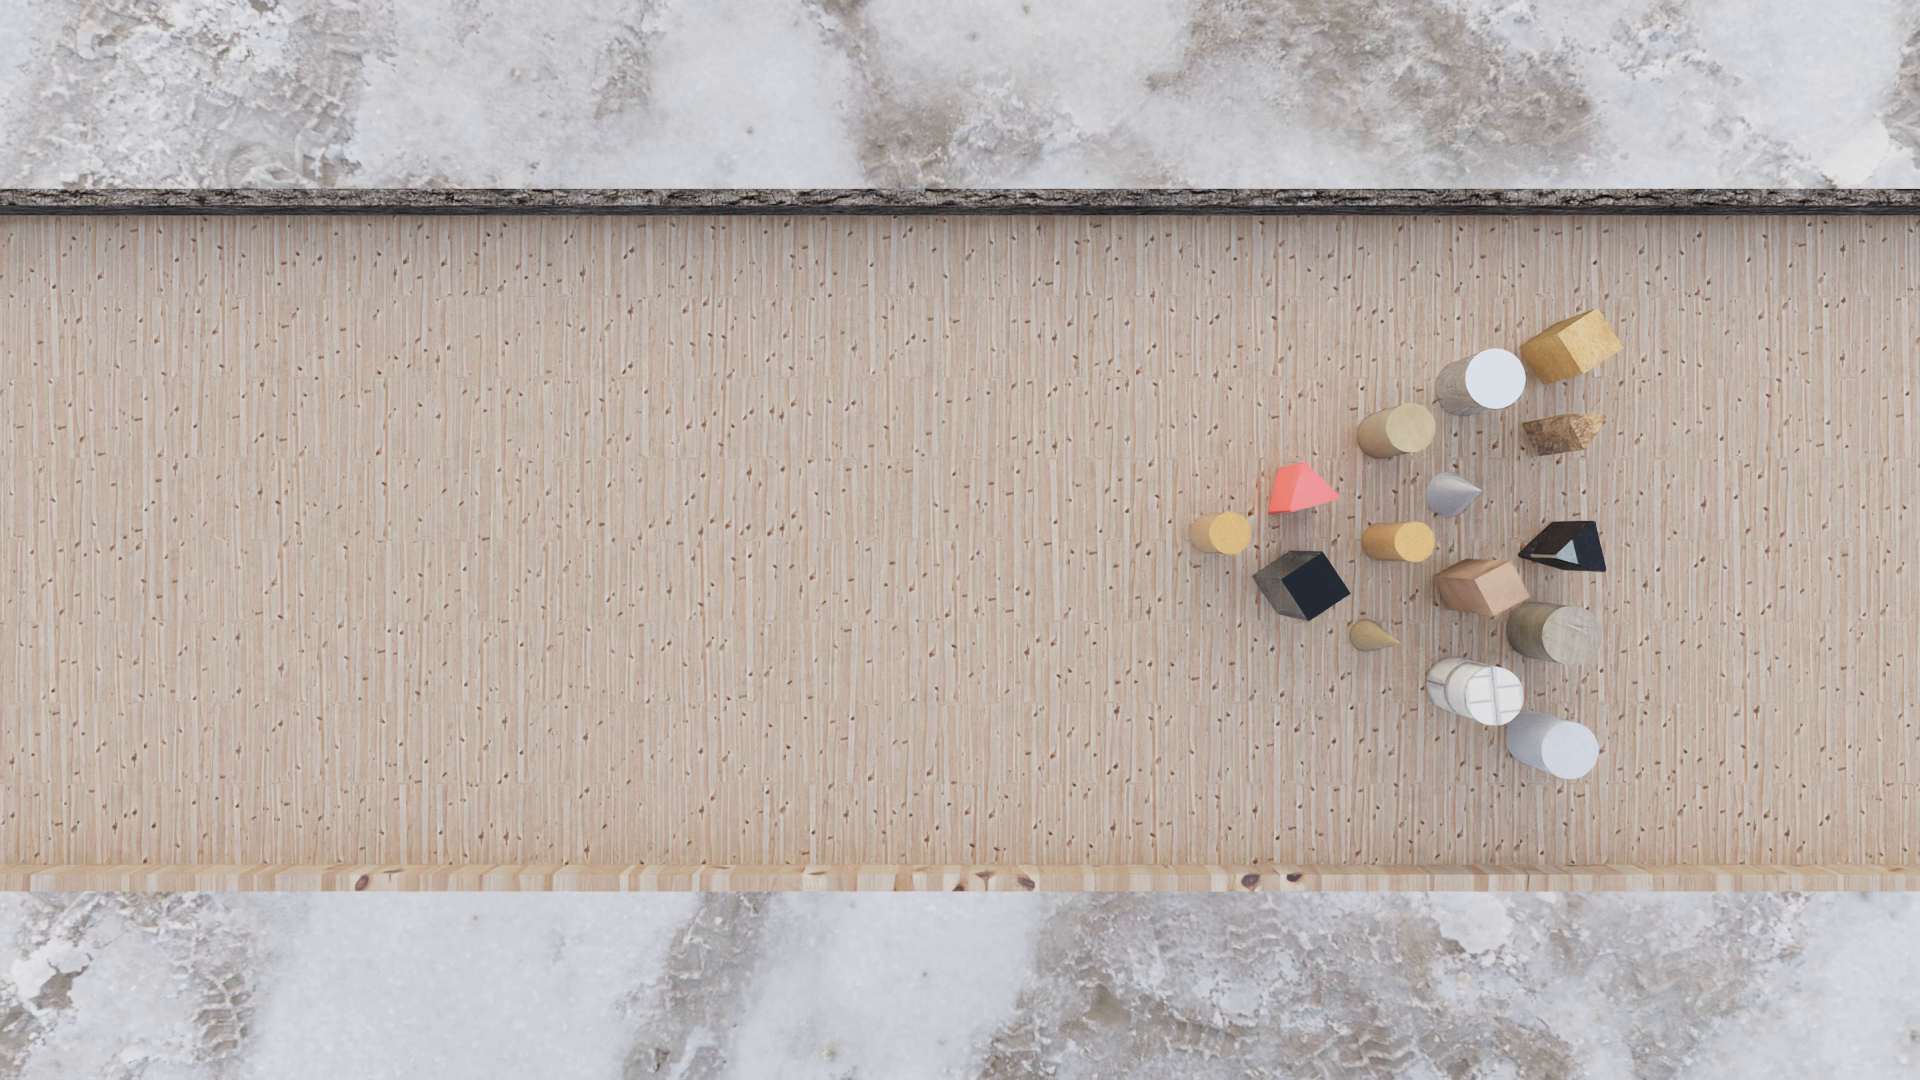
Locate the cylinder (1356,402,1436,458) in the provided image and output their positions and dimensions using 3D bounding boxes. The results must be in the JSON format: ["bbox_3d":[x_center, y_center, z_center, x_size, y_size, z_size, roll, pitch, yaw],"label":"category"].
[{"bbox_3d":[1.292,-0.322,4.902,0.143,0.350,0.143,0,90,0],"label":"cylinder"}]

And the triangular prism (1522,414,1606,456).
[{"bbox_3d":[1.772,-0.332,4.890,0.099,0.372,0.114,32,90,0],"label":"triangular prism"}]

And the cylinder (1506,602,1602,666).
[{"bbox_3d":[1.767,0.276,4.920,0.173,0.314,0.173,0,90,0],"label":"cylinder"}]

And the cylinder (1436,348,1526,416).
[{"bbox_3d":[1.549,-0.467,4.923,0.174,0.307,0.174,0,90,0],"label":"cylinder"}]

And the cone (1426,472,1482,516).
[{"bbox_3d":[1.503,-0.141,4.910,0.137,0.333,0.137,0,90,0],"label":"cone"}]

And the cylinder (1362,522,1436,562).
[{"bbox_3d":[1.295,0.005,4.887,0.116,0.379,0.116,0,90,0],"label":"cylinder"}]

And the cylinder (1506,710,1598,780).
[{"bbox_3d":[1.762,0.608,4.921,0.166,0.312,0.166,0,90,0],"label":"cylinder"}]

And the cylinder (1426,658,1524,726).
[{"bbox_3d":[1.517,0.443,4.879,0.167,0.394,0.167,0,90,0],"label":"cylinder"}]

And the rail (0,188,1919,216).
[{"bbox_3d":[-2.247,-1.025,5.002,12.000,0.150,0.050,0,90,0],"label":"rail"}]

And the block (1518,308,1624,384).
[{"bbox_3d":[1.815,-0.573,4.912,0.138,0.329,0.138,-33,90,0],"label":"block"}]

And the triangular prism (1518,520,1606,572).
[{"bbox_3d":[1.808,0.007,4.915,0.151,0.323,0.131,17,90,0],"label":"triangular prism"}]

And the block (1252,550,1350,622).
[{"bbox_3d":[0.996,0.130,4.847,0.141,0.458,0.141,-34,90,0],"label":"block"}]

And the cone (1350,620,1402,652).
[{"bbox_3d":[1.248,0.294,4.865,0.101,0.424,0.101,0,90,0],"label":"cone"}]

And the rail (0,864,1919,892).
[{"bbox_3d":[-2.247,1.025,5.001,12.000,0.150,0.050,0,90,0],"label":"rail"}]

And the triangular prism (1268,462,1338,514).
[{"bbox_3d":[1.003,-0.163,4.908,0.147,0.337,0.127,-15,90,0],"label":"triangular prism"}]

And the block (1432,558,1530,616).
[{"bbox_3d":[1.531,0.136,4.866,0.116,0.421,0.116,-28,90,0],"label":"block"}]

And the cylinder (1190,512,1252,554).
[{"bbox_3d":[0.767,-0.019,4.879,0.120,0.396,0.120,0,90,0],"label":"cylinder"}]
